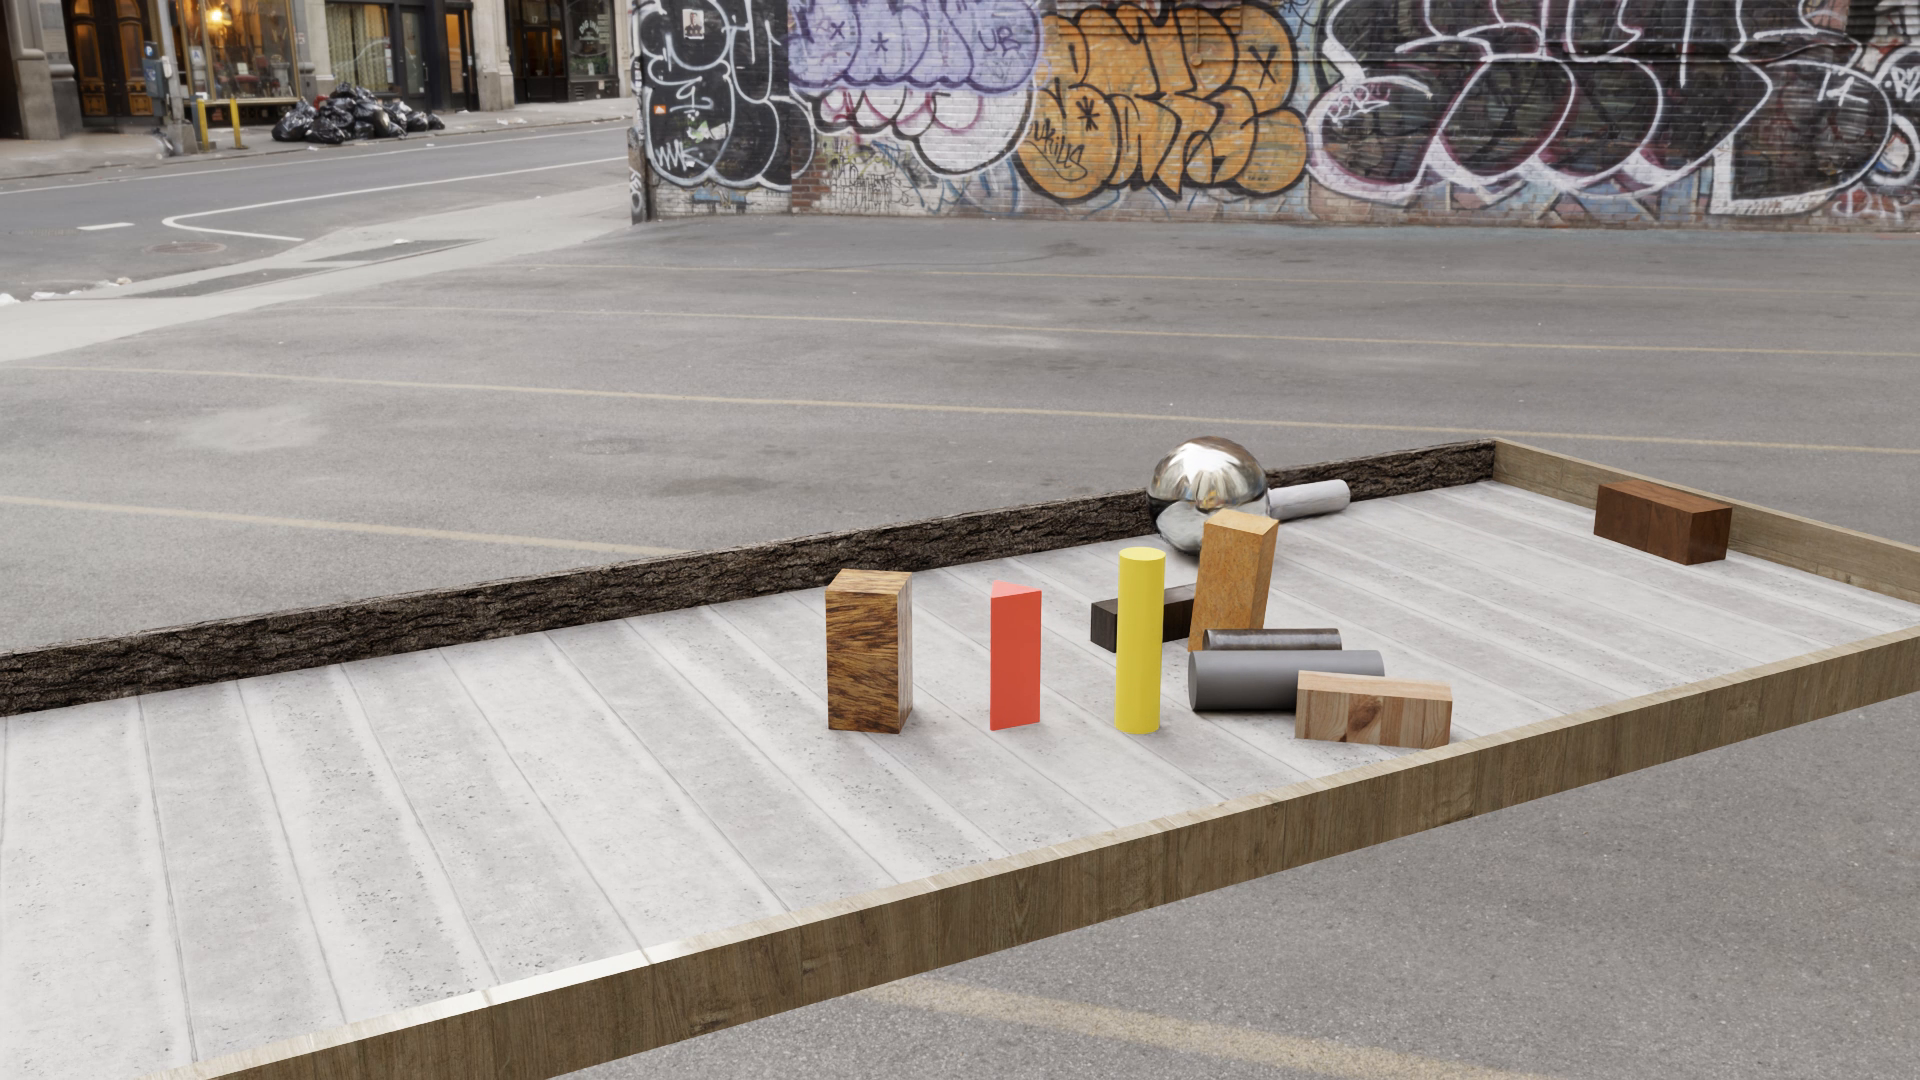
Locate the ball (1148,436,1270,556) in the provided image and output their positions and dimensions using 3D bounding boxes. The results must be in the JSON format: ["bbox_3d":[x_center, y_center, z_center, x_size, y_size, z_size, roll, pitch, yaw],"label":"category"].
[{"bbox_3d":[0.776,-0.138,5.158,0.375,0.375,0.375,0,16,0],"label":"ball"}]

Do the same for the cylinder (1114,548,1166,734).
[{"bbox_3d":[0.415,0.233,3.815,0.105,0.421,0.105,0,16,0],"label":"cylinder"}]

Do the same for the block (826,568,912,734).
[{"bbox_3d":[-0.210,0.259,3.868,0.168,0.341,0.168,3,17,9],"label":"block"}]

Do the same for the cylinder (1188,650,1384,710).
[{"bbox_3d":[0.780,0.336,3.963,0.446,0.141,0.141,0,16,-1],"label":"cylinder"}]

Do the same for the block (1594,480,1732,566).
[{"bbox_3d":[2.235,-0.060,5.260,0.168,0.168,0.382,-7,18,-23],"label":"block"}]

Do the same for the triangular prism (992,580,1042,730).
[{"bbox_3d":[0.107,0.266,3.872,0.129,0.327,0.112,-8,18,-25],"label":"triangular prism"}]

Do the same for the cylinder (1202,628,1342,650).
[{"bbox_3d":[0.788,0.284,4.175,0.331,0.120,0.120,0,16,-1],"label":"cylinder"}]

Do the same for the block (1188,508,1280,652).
[{"bbox_3d":[0.710,0.121,4.290,0.153,0.357,0.153,13,20,24],"label":"block"}]

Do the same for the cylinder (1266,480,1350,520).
[{"bbox_3d":[1.159,-0.133,5.616,0.346,0.109,0.109,-9,18,-27],"label":"cylinder"}]

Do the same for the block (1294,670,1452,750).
[{"bbox_3d":[0.951,0.392,3.805,0.342,0.122,0.122,4,17,12],"label":"block"}]

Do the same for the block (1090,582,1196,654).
[{"bbox_3d":[0.538,0.207,4.459,0.373,0.108,0.108,-9,19,-29],"label":"block"}]

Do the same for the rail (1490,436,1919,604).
[{"bbox_3d":[2.466,-0.048,5.253,0.050,0.150,2.100,-9,18,-27],"label":"rail"}]

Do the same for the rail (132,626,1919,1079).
[{"bbox_3d":[-2.336,1.006,1.665,12.000,0.150,0.050,-9,18,-27],"label":"rail"}]

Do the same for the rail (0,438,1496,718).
[{"bbox_3d":[-3.305,0.497,3.399,12.000,0.150,0.050,-9,18,-27],"label":"rail"}]
